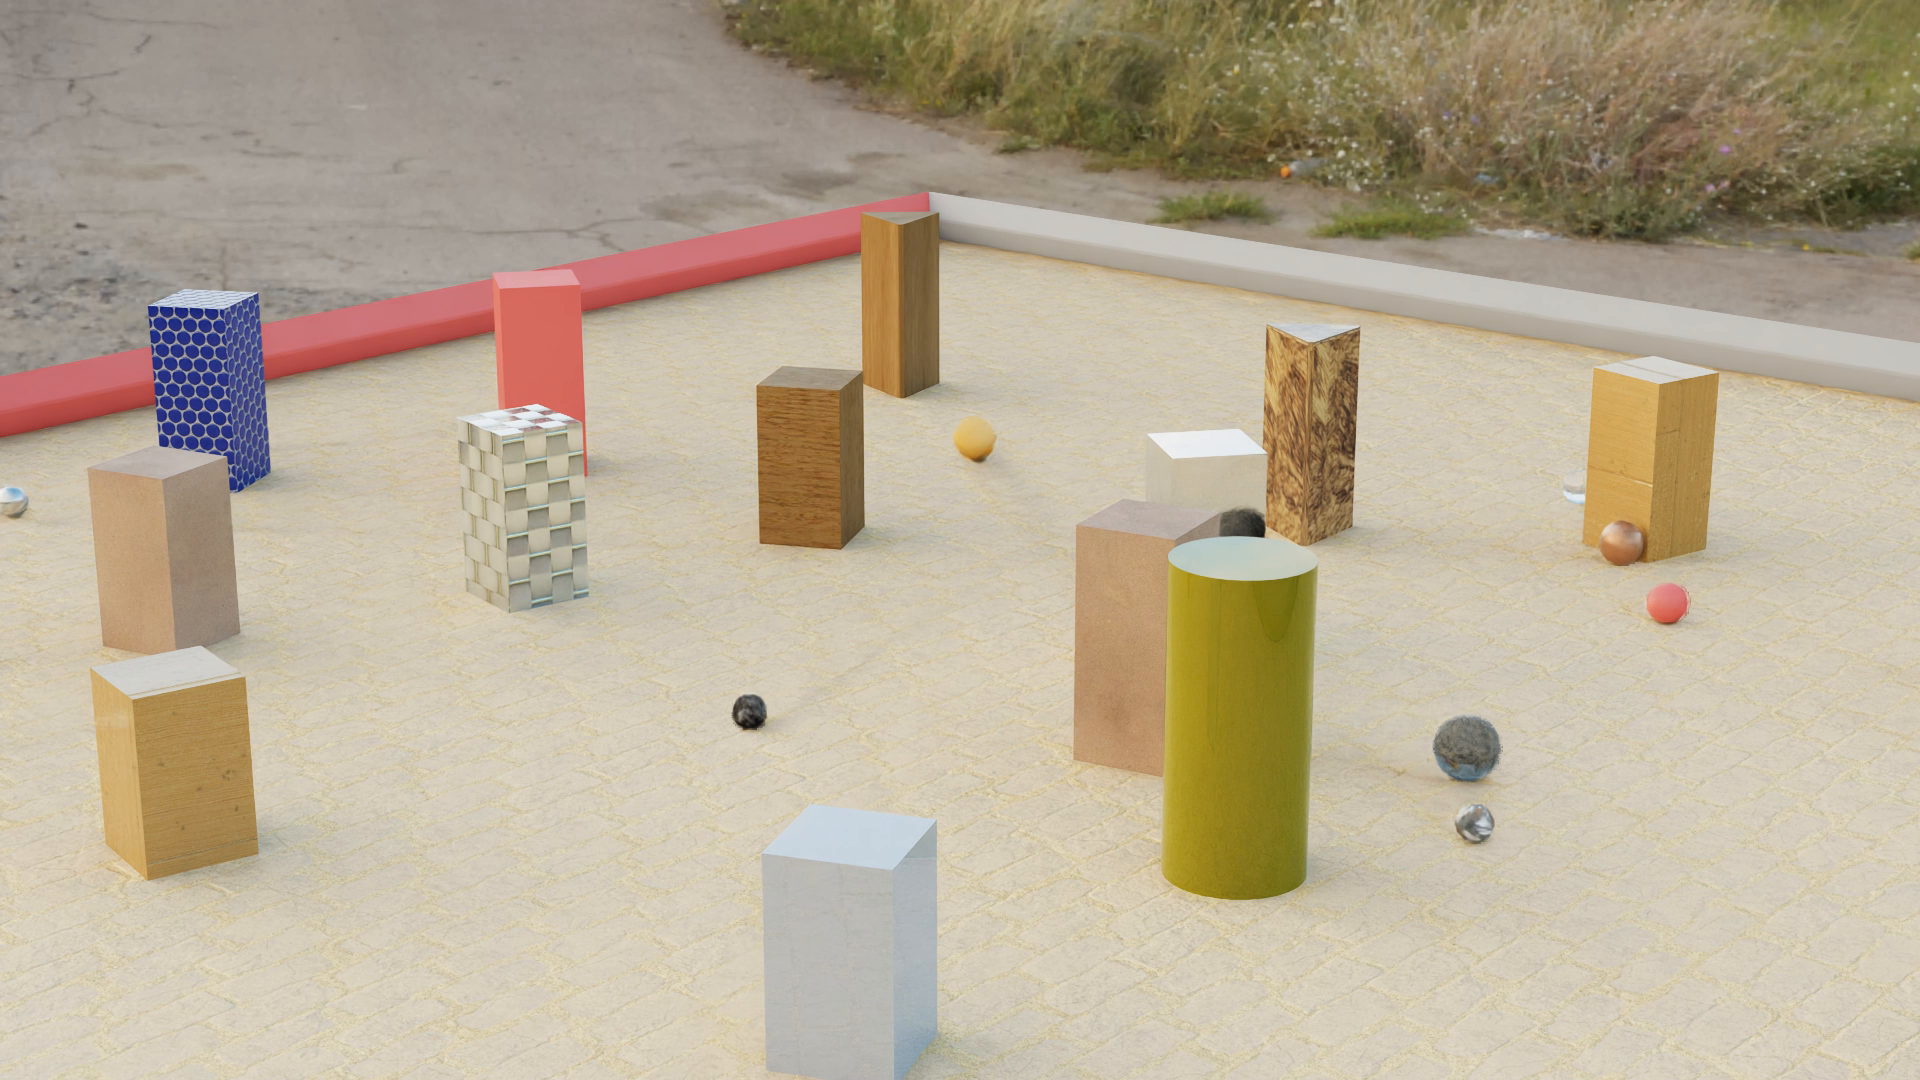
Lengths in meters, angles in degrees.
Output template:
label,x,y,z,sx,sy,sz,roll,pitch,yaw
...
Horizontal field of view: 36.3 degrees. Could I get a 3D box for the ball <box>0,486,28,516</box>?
label,x,y,z,sx,sy,sz,roll,pitch,yaw
ball,-1.808,-0.074,5.592,0.060,0.060,0.060,0,17,0

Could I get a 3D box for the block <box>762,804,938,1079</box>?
label,x,y,z,sx,sy,sz,roll,pitch,yaw
block,-0.126,0.471,3.415,0.157,0.273,0.157,5,18,17

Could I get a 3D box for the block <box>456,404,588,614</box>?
label,x,y,z,sx,sy,sz,roll,pitch,yaw
block,-0.759,-0.056,5.093,0.157,0.315,0.157,-12,21,-35

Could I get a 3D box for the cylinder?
label,x,y,z,sx,sy,sz,roll,pitch,yaw
cylinder,0.371,0.235,3.904,0.197,0.442,0.197,0,17,0

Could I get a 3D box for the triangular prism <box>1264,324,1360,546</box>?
label,x,y,z,sx,sy,sz,roll,pitch,yaw
triangular prism,0.630,-0.206,5.464,0.148,0.386,0.170,13,21,36

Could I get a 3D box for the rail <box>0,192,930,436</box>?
label,x,y,z,sx,sy,sz,roll,pitch,yaw
rail,-1.665,-0.385,6.504,0.045,0.128,4.865,14,22,39

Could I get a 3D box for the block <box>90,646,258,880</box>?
label,x,y,z,sx,sy,sz,roll,pitch,yaw
block,-1.072,0.302,4.002,0.157,0.258,0.157,-12,20,-34

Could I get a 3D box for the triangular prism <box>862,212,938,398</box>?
label,x,y,z,sx,sy,sz,roll,pitch,yaw
triangular prism,-0.111,-0.532,6.540,0.148,0.390,0.170,-10,20,-30

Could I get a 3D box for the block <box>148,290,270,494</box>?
label,x,y,z,sx,sy,sz,roll,pitch,yaw
block,-1.480,-0.295,5.793,0.157,0.368,0.157,3,17,11

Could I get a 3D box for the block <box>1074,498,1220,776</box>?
label,x,y,z,sx,sy,sz,roll,pitch,yaw
block,0.275,0.144,4.342,0.157,0.365,0.157,9,19,27

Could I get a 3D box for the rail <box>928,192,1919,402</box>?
label,x,y,z,sx,sy,sz,roll,pitch,yaw
rail,1.579,-0.493,6.861,4.458,0.128,0.045,14,22,39

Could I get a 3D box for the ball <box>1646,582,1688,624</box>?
label,x,y,z,sx,sy,sz,roll,pitch,yaw
ball,1.200,0.107,4.977,0.069,0.069,0.069,0,17,0

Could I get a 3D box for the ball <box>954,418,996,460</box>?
label,x,y,z,sx,sy,sz,roll,pitch,yaw
ball,0.031,-0.206,5.987,0.085,0.085,0.085,0,17,0

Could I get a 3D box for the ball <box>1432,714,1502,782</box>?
label,x,y,z,sx,sy,sz,roll,pitch,yaw
ball,0.740,0.302,4.278,0.098,0.098,0.098,0,17,0

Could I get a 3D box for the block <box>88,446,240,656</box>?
label,x,y,z,sx,sy,sz,roll,pitch,yaw
block,-1.316,0.019,4.855,0.157,0.307,0.157,8,19,25

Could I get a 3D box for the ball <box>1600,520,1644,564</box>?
label,x,y,z,sx,sy,sz,roll,pitch,yaw
ball,1.195,0.005,5.298,0.079,0.079,0.079,0,17,0

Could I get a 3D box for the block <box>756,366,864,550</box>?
label,x,y,z,sx,sy,sz,roll,pitch,yaw
block,-0.276,-0.154,5.440,0.157,0.301,0.157,4,17,14

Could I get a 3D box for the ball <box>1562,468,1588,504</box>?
label,x,y,z,sx,sy,sz,roll,pitch,yaw
ball,1.200,-0.104,5.679,0.068,0.068,0.068,0,17,0

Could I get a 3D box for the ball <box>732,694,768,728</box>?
label,x,y,z,sx,sy,sz,roll,pitch,yaw
ball,-0.322,0.262,4.489,0.054,0.054,0.054,0,17,0

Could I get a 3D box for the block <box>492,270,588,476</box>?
label,x,y,z,sx,sy,sz,roll,pitch,yaw
block,-0.841,-0.331,5.873,0.157,0.391,0.157,-4,17,-13

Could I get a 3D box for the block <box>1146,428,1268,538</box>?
label,x,y,z,sx,sy,sz,roll,pitch,yaw
block,0.399,0.013,4.796,0.157,0.353,0.157,-3,17,-11

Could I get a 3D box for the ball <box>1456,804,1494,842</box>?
label,x,y,z,sx,sy,sz,roll,pitch,yaw
ball,0.713,0.392,4.060,0.053,0.053,0.053,0,17,0

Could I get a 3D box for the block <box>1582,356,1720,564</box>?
label,x,y,z,sx,sy,sz,roll,pitch,yaw
block,1.263,-0.149,5.366,0.157,0.334,0.157,-11,20,-33
